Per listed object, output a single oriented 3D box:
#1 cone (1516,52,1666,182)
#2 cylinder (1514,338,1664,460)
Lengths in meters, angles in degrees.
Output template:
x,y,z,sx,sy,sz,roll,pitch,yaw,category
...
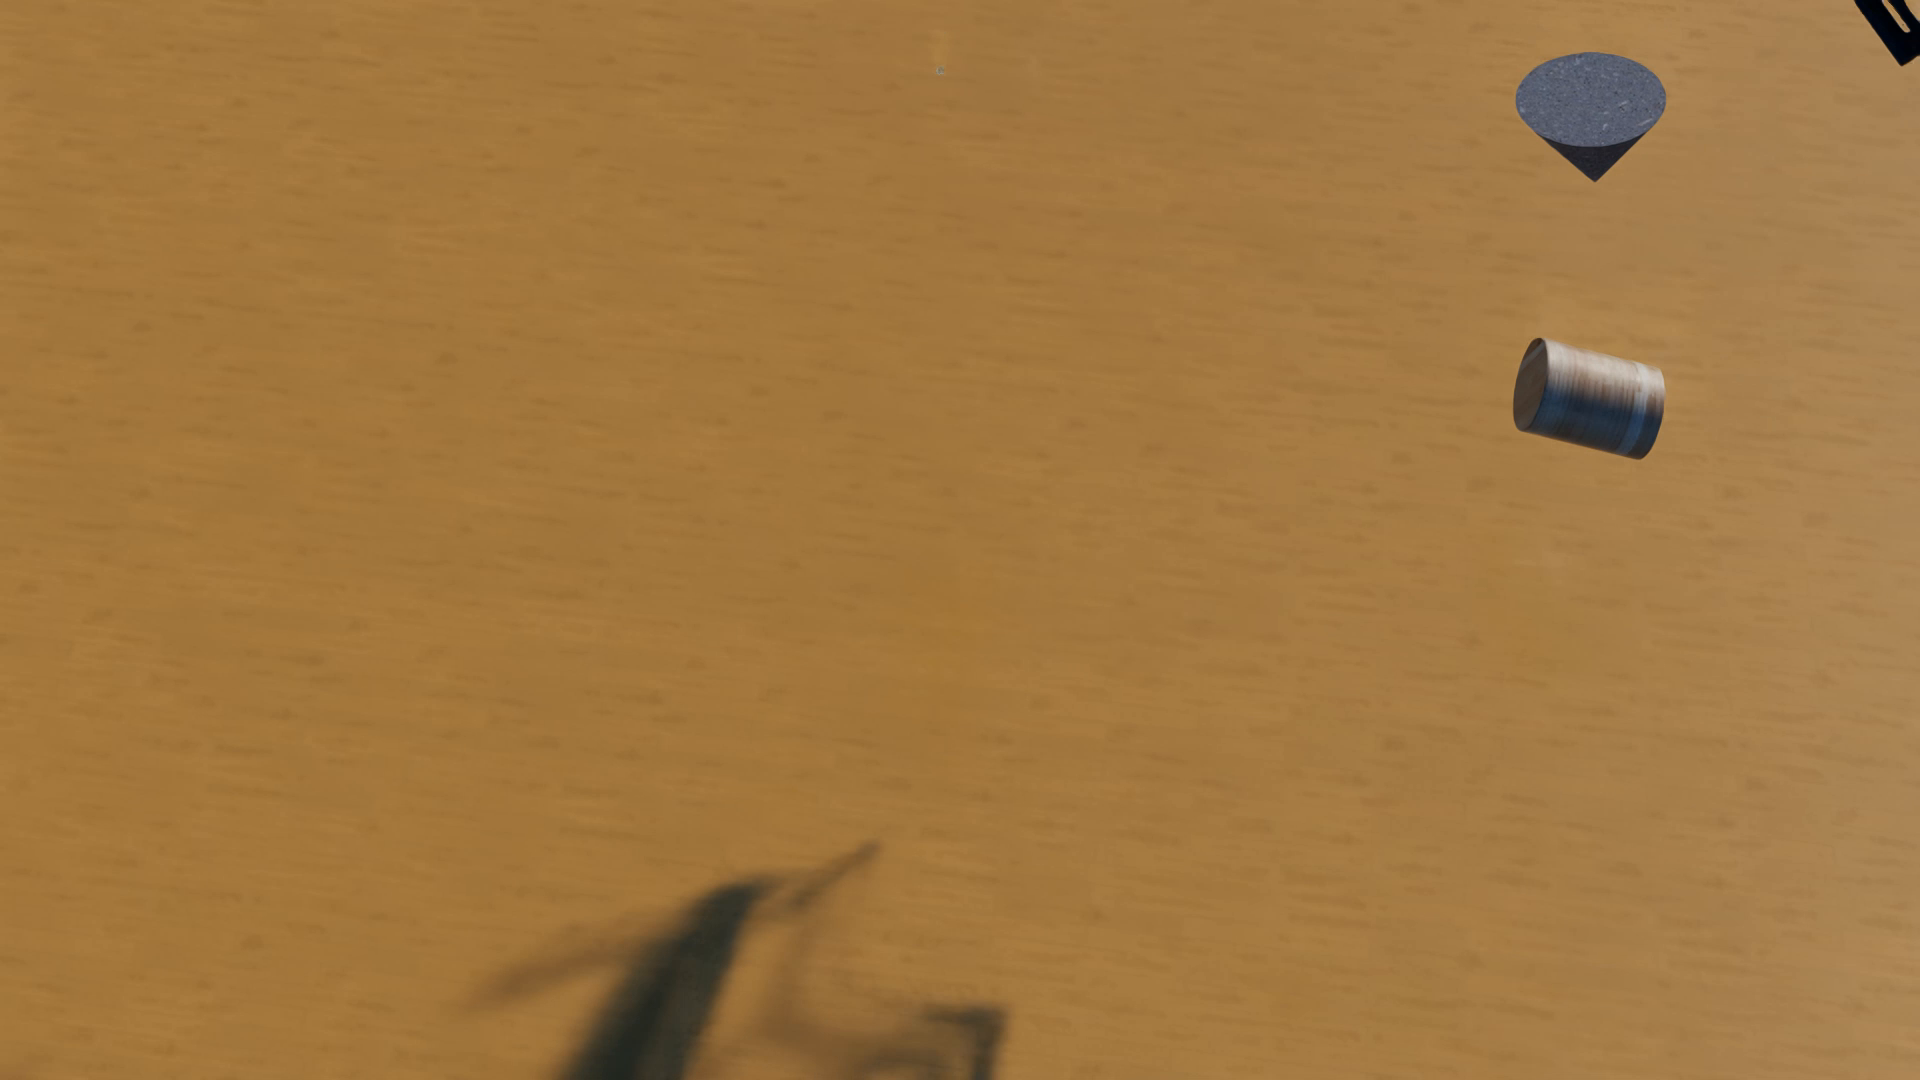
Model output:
x,y,z,sx,sy,sz,roll,pitch,yaw,category
1.283,-0.808,4.459,0.273,0.219,0.314,-30,46,-8,cone
1.059,-0.238,3.705,0.211,0.129,0.168,13,68,-7,cylinder
